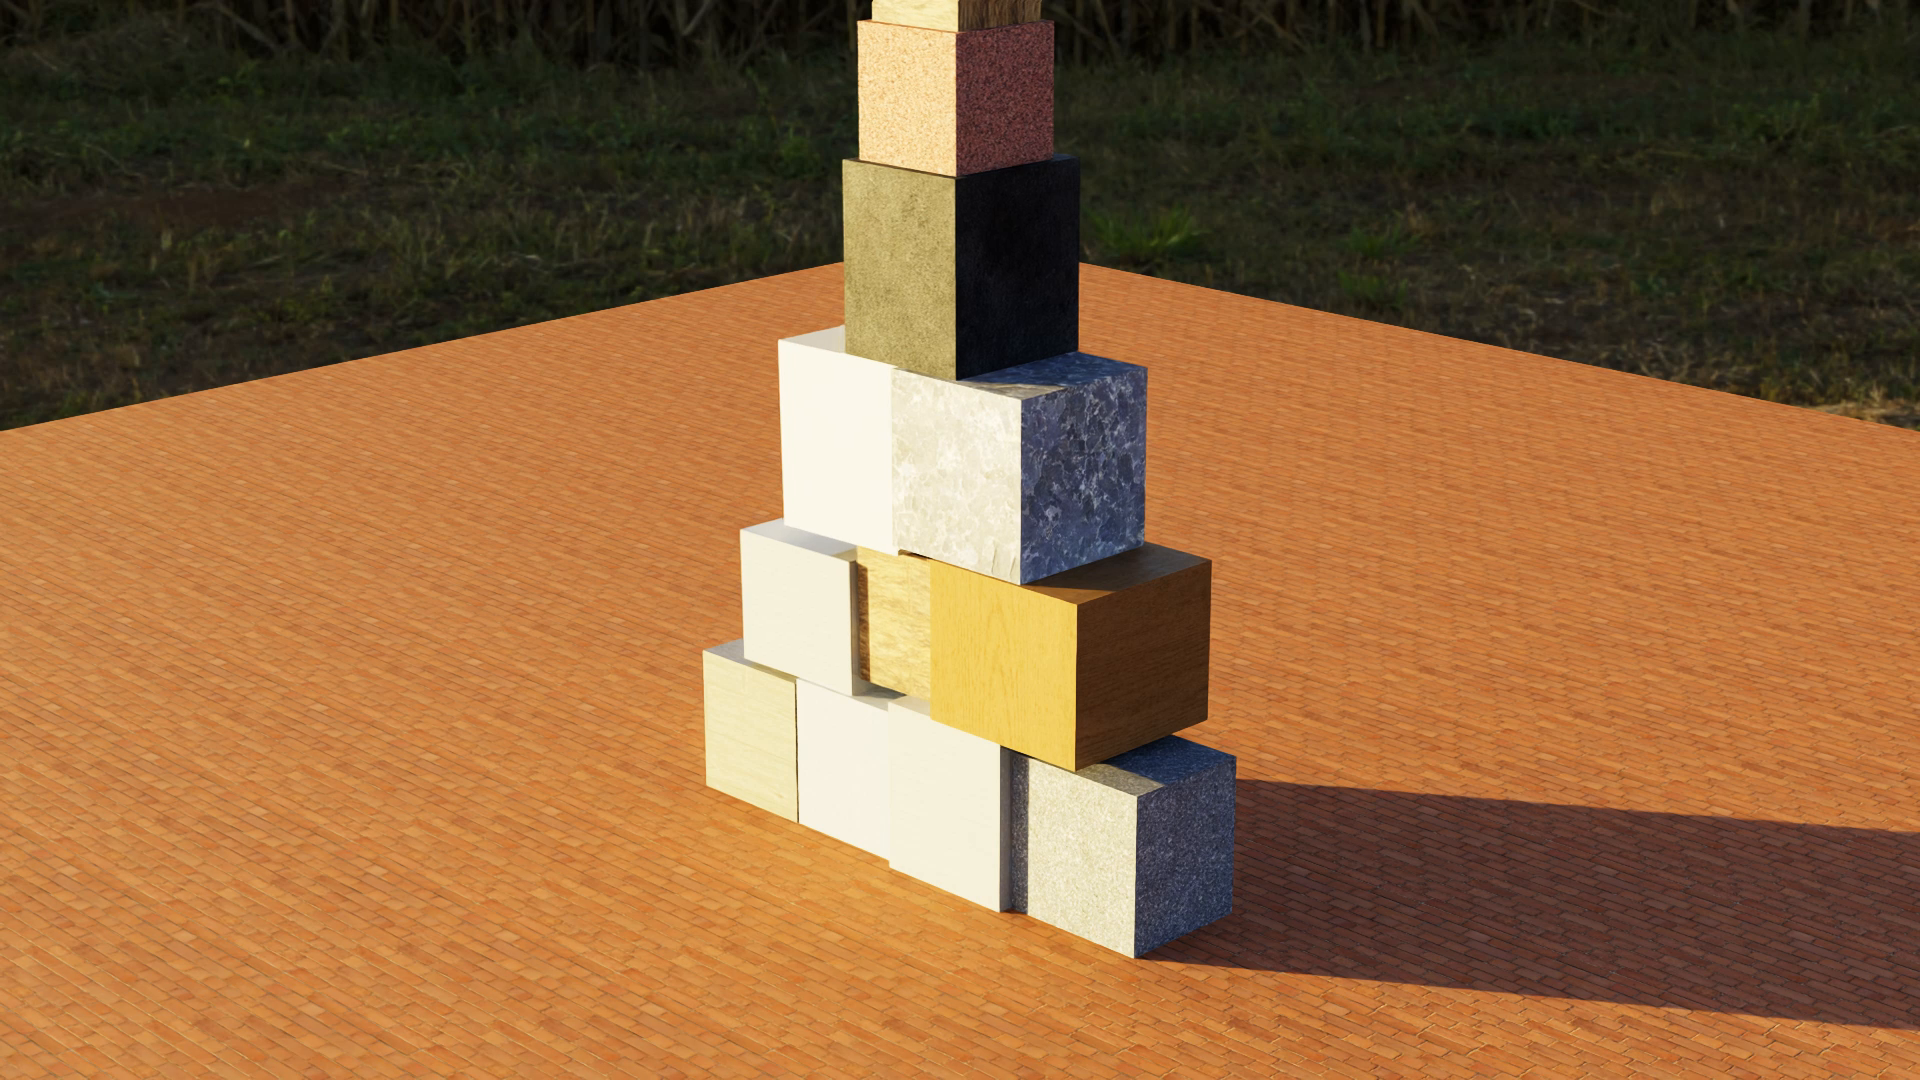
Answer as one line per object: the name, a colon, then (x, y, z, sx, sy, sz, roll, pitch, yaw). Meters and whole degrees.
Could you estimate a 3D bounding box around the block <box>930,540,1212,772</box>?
block: (0.487, 0.444, 12.968, 0.871, 0.750, 0.877, -17, 24, -42)

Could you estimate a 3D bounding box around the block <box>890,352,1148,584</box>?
block: (0.260, -0.364, 12.932, 0.800, 0.813, 0.787, -17, 24, -42)

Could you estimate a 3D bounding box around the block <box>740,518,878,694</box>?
block: (-0.529, 0.262, 13.989, 0.689, 0.645, 0.756, -17, 23, -42)

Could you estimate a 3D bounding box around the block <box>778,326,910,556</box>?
block: (-0.286, -0.500, 13.512, 0.760, 0.878, 0.759, -17, 23, -42)

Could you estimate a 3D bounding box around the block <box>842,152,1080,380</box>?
block: (0.008, -1.255, 12.962, 0.775, 0.871, 0.697, -17, 24, -42)

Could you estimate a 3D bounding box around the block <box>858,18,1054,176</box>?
block: (-0.017, -1.951, 12.722, 0.601, 0.600, 0.596, -17, 24, -42)

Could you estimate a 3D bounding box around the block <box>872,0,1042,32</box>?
block: (-0.016, -2.524, 12.546, 0.522, 0.600, 0.506, 16, 24, 43)

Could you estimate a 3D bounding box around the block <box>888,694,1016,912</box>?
block: (0.207, 1.112, 13.449, 0.798, 0.813, 0.707, -17, 24, -42)

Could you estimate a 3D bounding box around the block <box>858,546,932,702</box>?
block: (-0.046, 0.315, 13.494, 0.582, 0.682, 0.605, -17, 23, -42)

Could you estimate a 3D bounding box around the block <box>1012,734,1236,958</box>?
block: (0.722, 1.297, 12.969, 0.657, 0.749, 0.727, -17, 24, -42)

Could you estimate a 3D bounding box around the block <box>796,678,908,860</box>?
block: (-0.267, 0.996, 13.951, 0.749, 0.734, 0.671, -17, 24, -42)

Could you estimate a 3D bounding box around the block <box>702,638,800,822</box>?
block: (-0.747, 0.864, 14.413, 0.761, 0.709, 0.666, -17, 24, -42)
